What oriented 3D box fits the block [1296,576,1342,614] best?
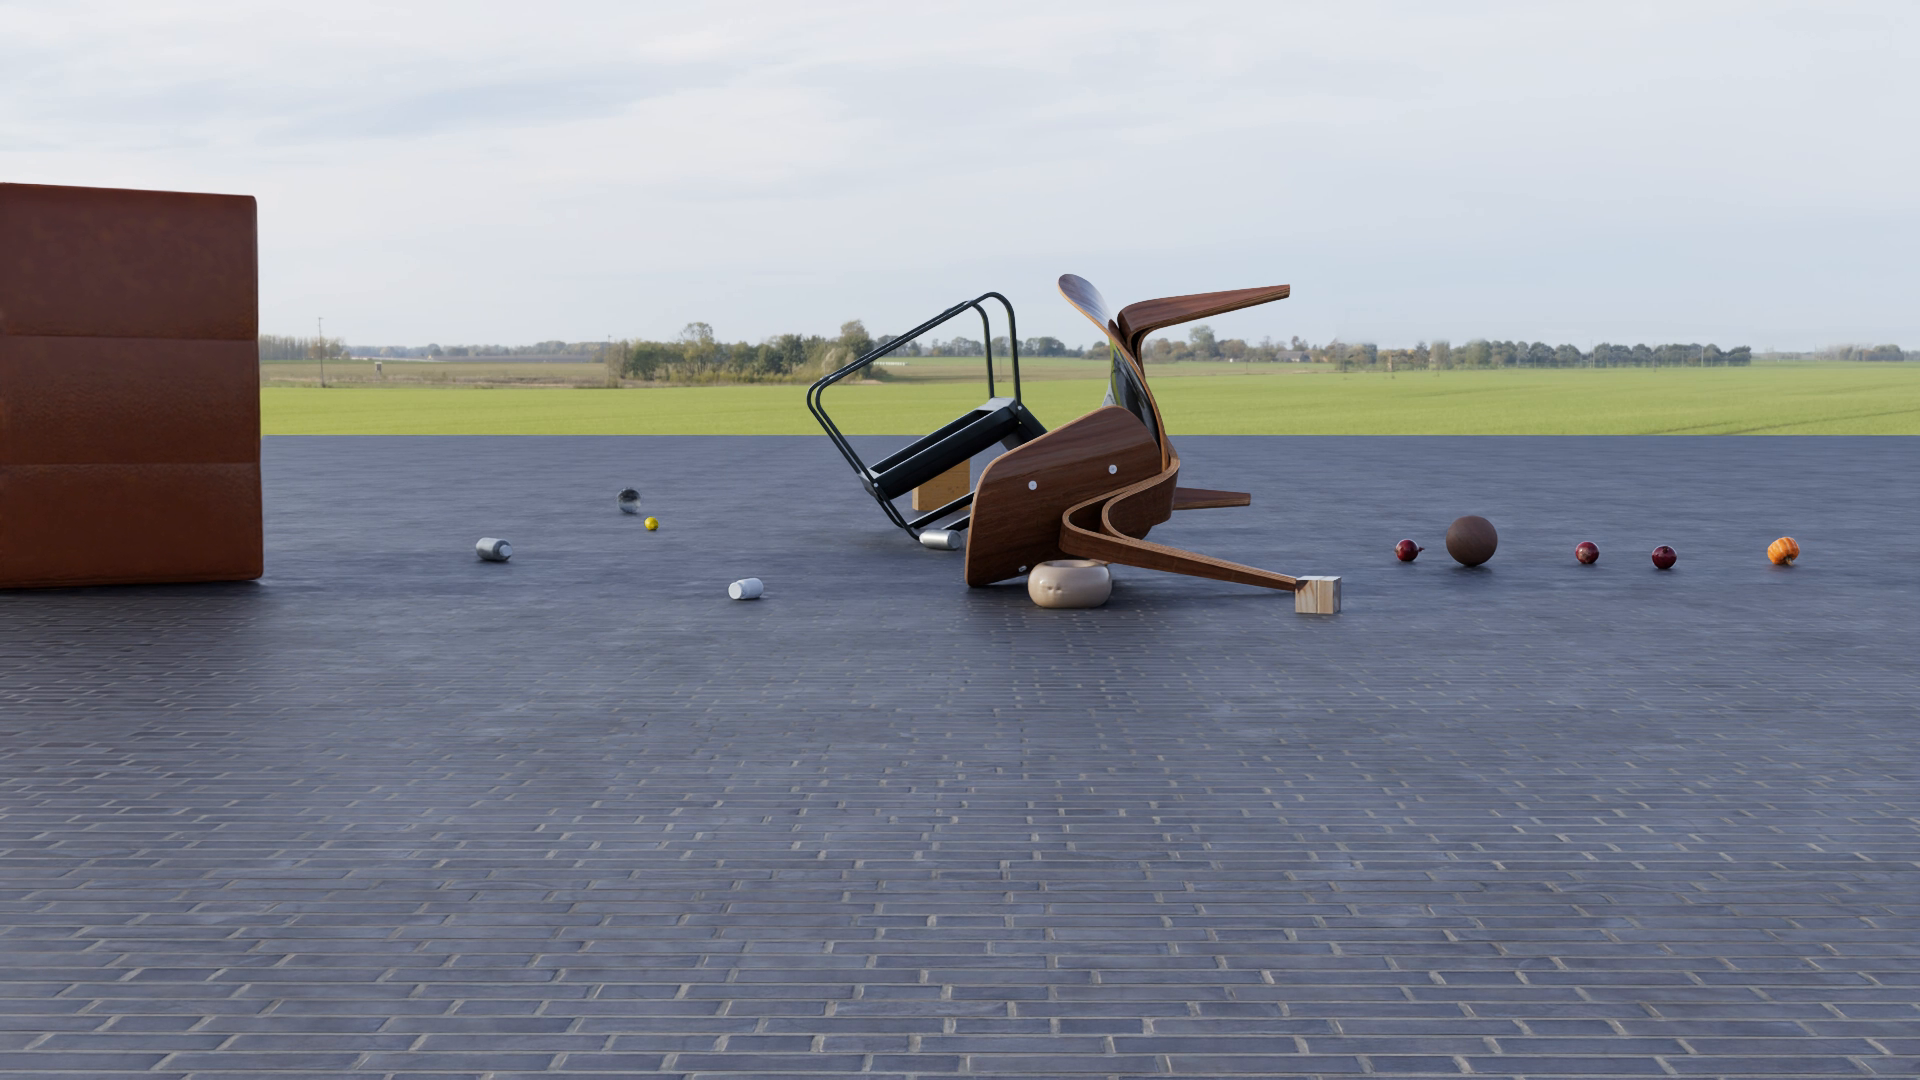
[{"bbox_3d":[0.726,0.110,4.457,0.075,0.066,0.095,1,4,19],"label":"block"}]

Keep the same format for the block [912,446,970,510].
[{"bbox_3d":[-0.071,-0.233,8.221,0.193,0.236,0.165,-1,4,-8],"label":"block"}]

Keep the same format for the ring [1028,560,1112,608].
[{"bbox_3d":[0.230,0.092,4.588,0.170,0.087,0.242,3,5,18],"label":"ring"}]

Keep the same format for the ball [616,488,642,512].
[{"bbox_3d":[-1.202,-0.144,7.992,0.089,0.089,0.089,0,4,0],"label":"ball"}]
